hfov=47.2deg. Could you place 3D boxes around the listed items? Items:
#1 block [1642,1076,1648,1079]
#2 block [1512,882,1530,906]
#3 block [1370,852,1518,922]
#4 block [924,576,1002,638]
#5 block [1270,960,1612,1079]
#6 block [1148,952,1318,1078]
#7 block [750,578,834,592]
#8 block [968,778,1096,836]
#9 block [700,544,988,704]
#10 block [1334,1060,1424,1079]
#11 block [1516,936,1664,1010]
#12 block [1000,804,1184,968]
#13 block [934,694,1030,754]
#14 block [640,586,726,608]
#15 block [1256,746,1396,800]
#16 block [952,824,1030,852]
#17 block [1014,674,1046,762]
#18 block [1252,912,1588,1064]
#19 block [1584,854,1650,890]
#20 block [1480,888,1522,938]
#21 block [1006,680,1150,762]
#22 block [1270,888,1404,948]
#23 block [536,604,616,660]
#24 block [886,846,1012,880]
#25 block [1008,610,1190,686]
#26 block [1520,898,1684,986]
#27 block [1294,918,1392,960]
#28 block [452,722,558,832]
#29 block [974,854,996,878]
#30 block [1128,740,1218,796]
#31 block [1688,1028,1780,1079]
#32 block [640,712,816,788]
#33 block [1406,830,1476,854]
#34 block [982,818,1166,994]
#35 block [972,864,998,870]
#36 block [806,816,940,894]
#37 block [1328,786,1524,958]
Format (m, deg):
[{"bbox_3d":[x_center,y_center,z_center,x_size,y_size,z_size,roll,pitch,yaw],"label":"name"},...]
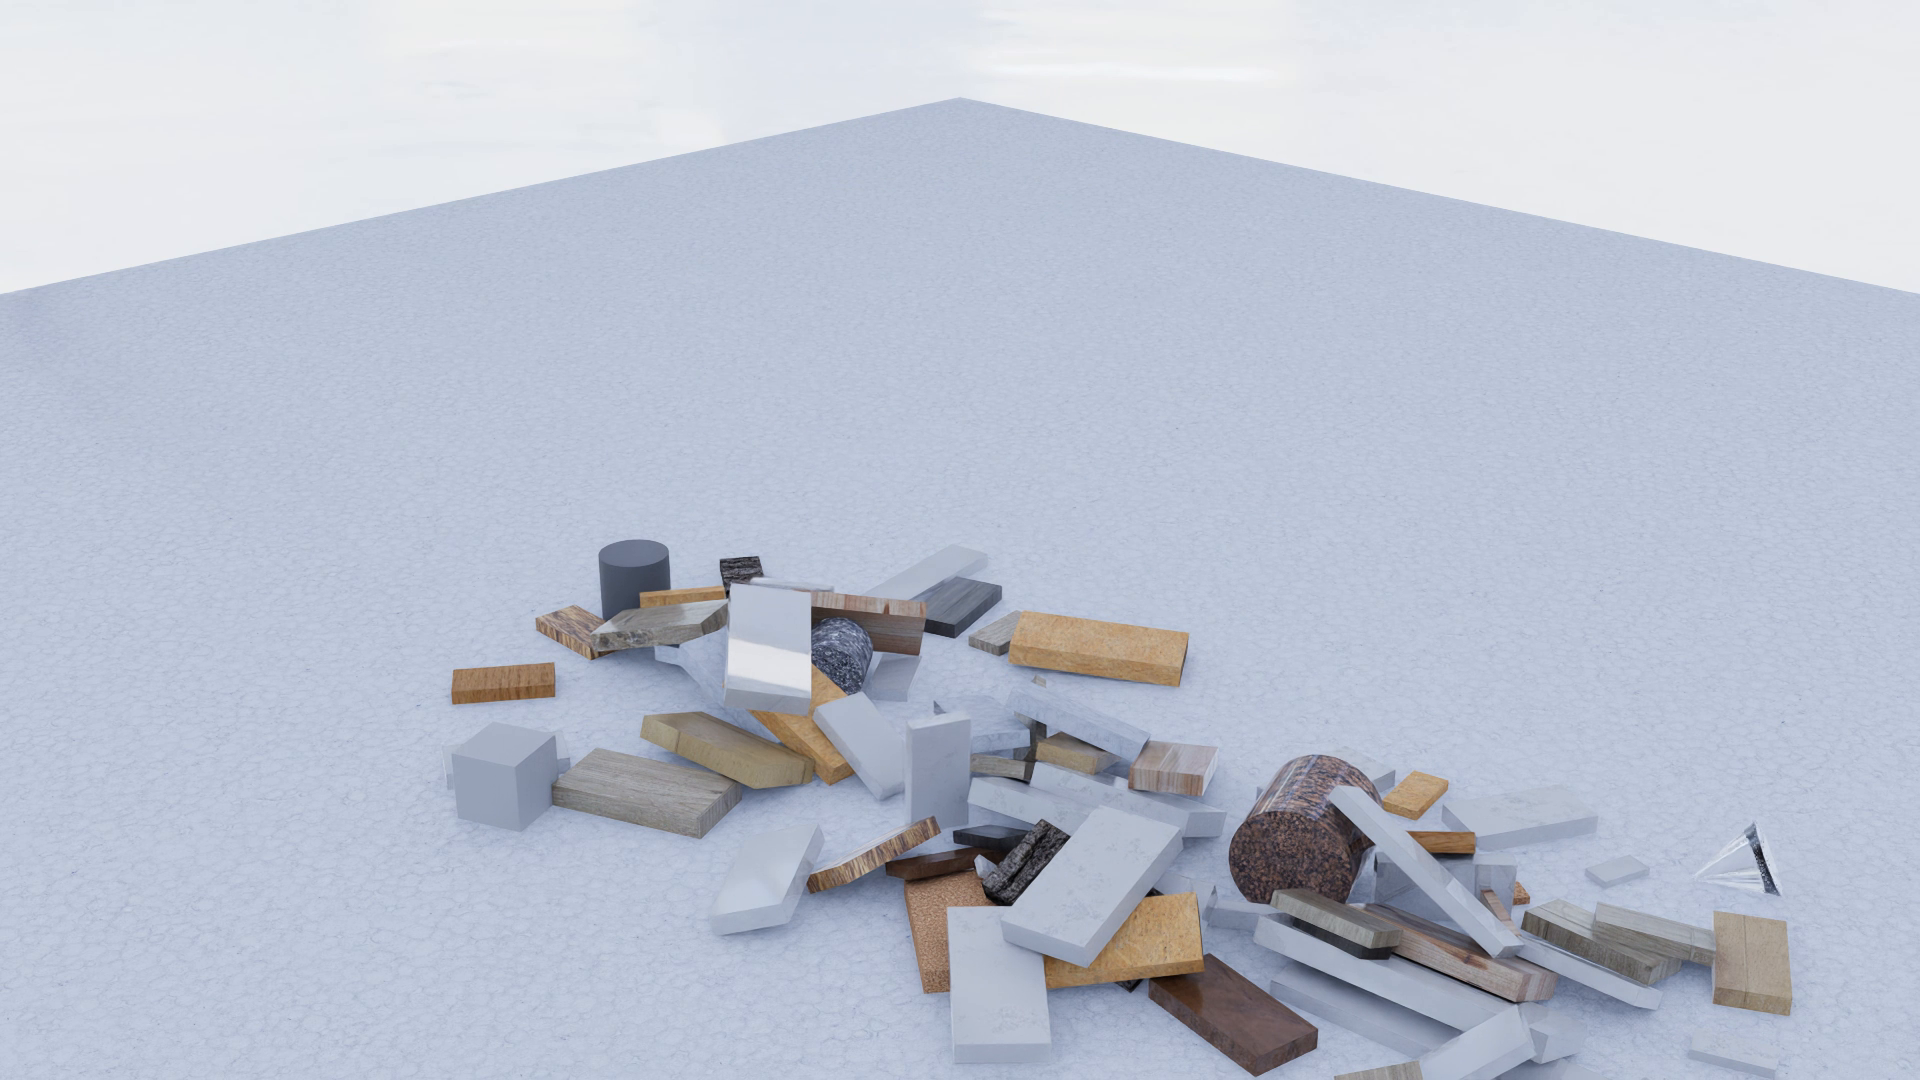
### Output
[{"bbox_3d":[1.136,0.914,3.497,0.069,0.020,0.161,-17,28,-35],"label":"block"},{"bbox_3d":[1.014,0.672,4.158,0.112,0.016,0.056,-4,23,-9],"label":"block"},{"bbox_3d":[0.896,0.644,4.078,0.255,0.127,0.036,1,26,2],"label":"block"},{"bbox_3d":[-0.011,0.162,5.333,0.127,0.036,0.254,11,25,25],"label":"block"},{"bbox_3d":[0.967,0.895,3.610,1.002,0.033,0.117,18,29,36],"label":"block"},{"bbox_3d":[0.468,0.815,3.790,0.140,0.040,0.279,-15,27,-32],"label":"block"},{"bbox_3d":[-0.388,0.147,5.108,0.201,0.100,0.028,5,22,19],"label":"block"},{"bbox_3d":[0.210,0.539,4.319,0.352,0.050,0.176,15,2,28],"label":"block"},{"bbox_3d":[-0.254,0.194,5.262,0.113,0.032,0.979,15,27,32],"label":"block"},{"bbox_3d":[0.677,0.949,3.431,0.139,0.040,0.356,-12,22,7],"label":"block"},{"bbox_3d":[1.100,0.759,3.858,0.234,0.033,0.117,20,-1,39],"label":"block"},{"bbox_3d":[0.238,0.612,3.917,0.171,0.049,0.343,12,38,33],"label":"block"},{"bbox_3d":[0.044,0.389,4.697,0.126,0.036,0.340,-6,10,-13],"label":"block"},{"bbox_3d":[-0.659,0.168,5.236,0.201,0.100,0.028,-5,23,-11],"label":"block"},{"bbox_3d":[0.753,0.506,4.520,0.272,0.039,0.136,-18,29,-36],"label":"block"},{"bbox_3d":[0.067,0.578,4.272,0.086,0.024,0.172,-5,1,-31],"label":"block"},{"bbox_3d":[0.150,0.398,4.704,0.026,0.092,0.309,29,21,-10],"label":"block"},{"bbox_3d":[0.790,0.766,3.812,0.556,0.049,0.174,18,7,36],"label":"block"},{"bbox_3d":[1.266,0.639,4.235,0.112,0.016,0.056,-11,25,-25],"label":"block"},{"bbox_3d":[0.978,0.708,3.992,0.022,0.077,0.155,-3,23,-6],"label":"block"},{"bbox_3d":[0.248,0.377,4.602,0.294,0.042,0.147,23,8,9],"label":"block"},{"bbox_3d":[0.662,0.665,3.871,0.209,0.030,0.104,19,7,39],"label":"block"},{"bbox_3d":[-0.893,0.218,5.207,0.113,0.032,0.226,-20,30,-39],"label":"block"},{"bbox_3d":[0.024,0.607,4.209,0.332,0.024,0.086,-5,1,-30],"label":"block"},{"bbox_3d":[0.322,0.249,5.076,0.393,0.050,0.176,7,26,9],"label":"block"},{"bbox_3d":[1.160,0.724,3.972,0.255,0.036,0.127,21,18,41],"label":"block"},{"bbox_3d":[0.669,0.695,3.852,0.077,0.022,0.160,10,7,-40],"label":"block"},{"bbox_3d":[-0.916,0.477,4.446,0.148,0.148,0.148,9,25,20],"label":"block"},{"bbox_3d":[0.077,0.640,4.147,0.111,0.016,0.055,36,14,-20],"label":"block"},{"bbox_3d":[0.438,0.464,4.490,0.147,0.042,0.323,5,6,11],"label":"block"},{"bbox_3d":[1.303,0.863,3.701,0.138,0.020,0.069,10,25,23],"label":"block"},{"bbox_3d":[-0.487,0.437,4.602,0.343,0.049,0.171,18,10,36],"label":"block"},{"bbox_3d":[0.900,0.573,4.157,0.136,0.039,0.272,0,-9,11],"label":"block"},{"bbox_3d":[0.227,0.660,3.992,0.347,0.049,0.174,29,60,34],"label":"block"},{"bbox_3d":[0.082,0.636,4.242,0.111,0.016,0.055,-4,23,-10],"label":"block"},{"bbox_3d":[-0.167,0.603,4.214,0.251,0.036,0.126,-23,-2,-42],"label":"block"},{"bbox_3d":[0.831,0.590,3.937,0.414,0.030,0.104,45,17,30],"label":"block"}]
